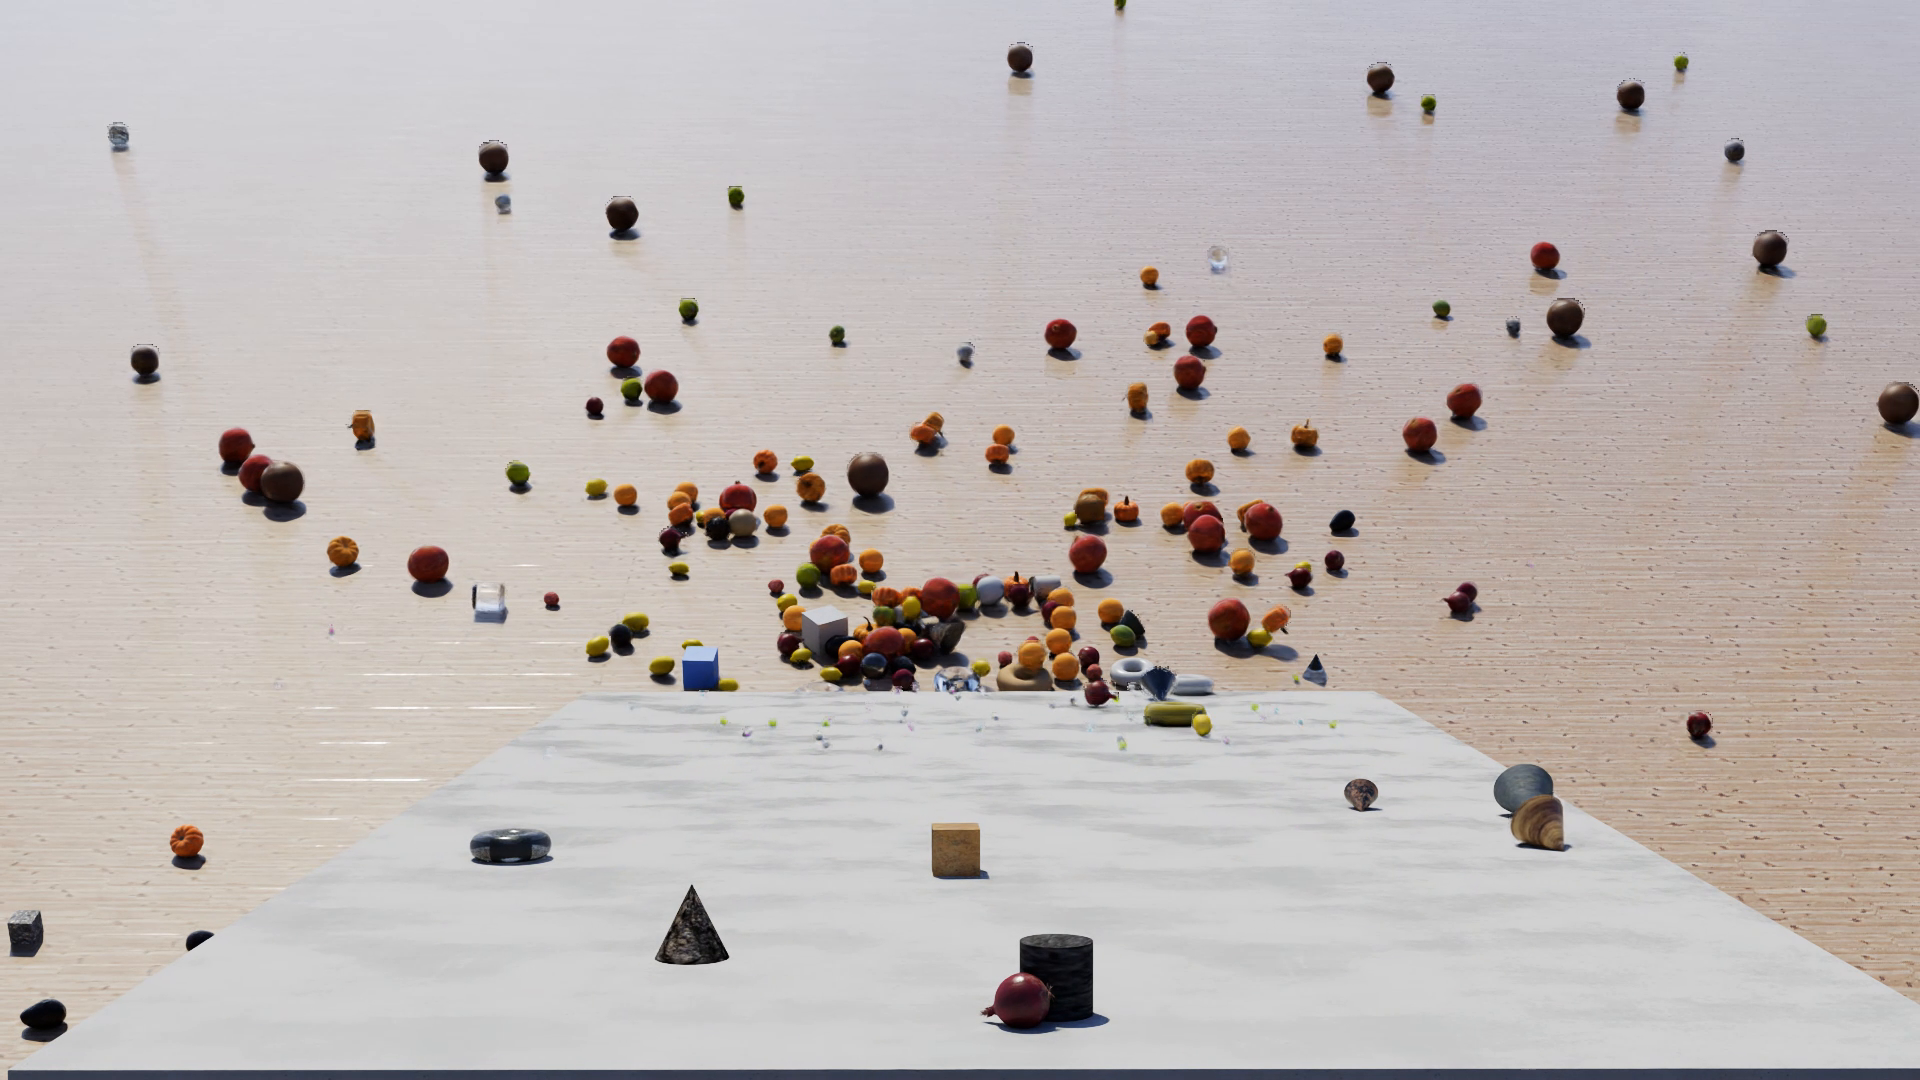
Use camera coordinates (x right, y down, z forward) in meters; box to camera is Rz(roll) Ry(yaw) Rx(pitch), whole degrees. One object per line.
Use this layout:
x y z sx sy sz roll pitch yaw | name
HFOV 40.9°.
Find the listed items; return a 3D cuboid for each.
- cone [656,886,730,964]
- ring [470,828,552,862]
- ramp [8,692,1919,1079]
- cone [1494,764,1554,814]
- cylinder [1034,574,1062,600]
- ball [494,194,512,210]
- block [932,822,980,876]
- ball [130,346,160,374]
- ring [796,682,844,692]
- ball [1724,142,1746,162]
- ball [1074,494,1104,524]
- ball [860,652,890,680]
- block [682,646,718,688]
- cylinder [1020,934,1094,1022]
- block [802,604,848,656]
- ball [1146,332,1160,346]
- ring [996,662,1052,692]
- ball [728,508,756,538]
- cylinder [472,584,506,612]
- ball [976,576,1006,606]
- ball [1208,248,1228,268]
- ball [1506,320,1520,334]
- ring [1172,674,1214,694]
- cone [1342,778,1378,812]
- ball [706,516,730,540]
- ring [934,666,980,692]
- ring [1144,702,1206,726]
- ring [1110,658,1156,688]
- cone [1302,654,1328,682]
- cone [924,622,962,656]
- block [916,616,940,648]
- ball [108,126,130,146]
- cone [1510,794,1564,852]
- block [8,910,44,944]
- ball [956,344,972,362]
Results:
-0.323 0.459 3.108 0.090 0.090 0.090 0 2 0 | cone
-0.674 0.458 3.866 0.122 0.041 0.122 -1 1 0 | ring
0.056 0.504 4.548 2.000 0.100 4.000 0 2 0 | ramp
0.943 0.441 4.273 0.100 0.100 0.100 1 29 2 | cone
0.246 0.133 7.245 0.068 0.068 0.068 -3 25 -7 | cylinder
-1.886 -1.397 10.633 0.067 0.067 0.067 0 24 0 | ball
-0.006 0.448 3.733 0.068 0.068 0.068 0 2 -3 | block
-2.808 -0.619 8.873 0.097 0.097 0.097 0 24 0 | ball
-0.362 0.415 6.646 0.149 0.050 0.149 -1 25 0 | ring
3.392 -1.702 11.284 0.088 0.088 0.088 0 24 0 | ball
0.389 -0.093 7.720 0.090 0.090 0.090 0 24 0 | ball
-0.225 0.334 6.792 0.075 0.075 0.075 0 24 0 | ball
-0.682 0.336 6.780 0.082 0.082 0.082 2 24 3 | block
0.105 0.475 2.797 0.080 0.080 0.080 0 2 0 | cylinder
-0.365 0.244 6.971 0.092 0.092 0.092 -15 28 -30 | block
0.683 -0.716 9.145 0.051 0.051 0.051 0 24 0 | ball
0.170 0.368 6.749 0.149 0.050 0.149 0 25 0 | ring
-0.644 -0.051 7.632 0.084 0.084 0.084 0 24 0 | ball
-1.313 0.160 7.177 0.076 0.076 0.076 2 24 4 | cylinder
0.085 0.142 7.209 0.082 0.082 0.082 0 24 0 | ball
0.995 -1.087 9.935 0.078 0.078 0.078 0 24 0 | ball
1.991 -0.768 9.262 0.050 0.050 0.050 0 24 0 | ball
0.577 0.365 6.498 0.131 0.044 0.131 -1 3 0 | ring
0.682 0.446 4.382 0.058 0.058 0.058 1 37 3 | cone
-0.717 -0.034 7.612 0.070 0.070 0.070 0 24 0 | ball
-0.008 0.371 6.751 0.124 0.041 0.124 1 25 0 | ring
0.482 0.389 5.764 0.141 0.047 0.141 1 1 0 | ring
0.458 0.351 6.795 0.127 0.042 0.127 -1 25 1 | ring
0.940 0.330 6.808 0.068 0.068 0.068 0 24 0 | cone
-0.062 0.246 6.937 0.098 0.098 0.098 35 39 27 | cone
-0.084 0.250 6.999 0.057 0.057 0.057 -9 26 -18 | block
-3.758 -1.806 11.507 0.093 0.093 0.093 0 24 0 | ball
0.907 0.454 3.959 0.090 0.090 0.090 -7 31 -15 | cone
-2.057 0.852 5.670 0.054 0.054 0.054 1 24 2 | block
0.015 -0.653 8.996 0.059 0.059 0.059 0 24 0 | ball
